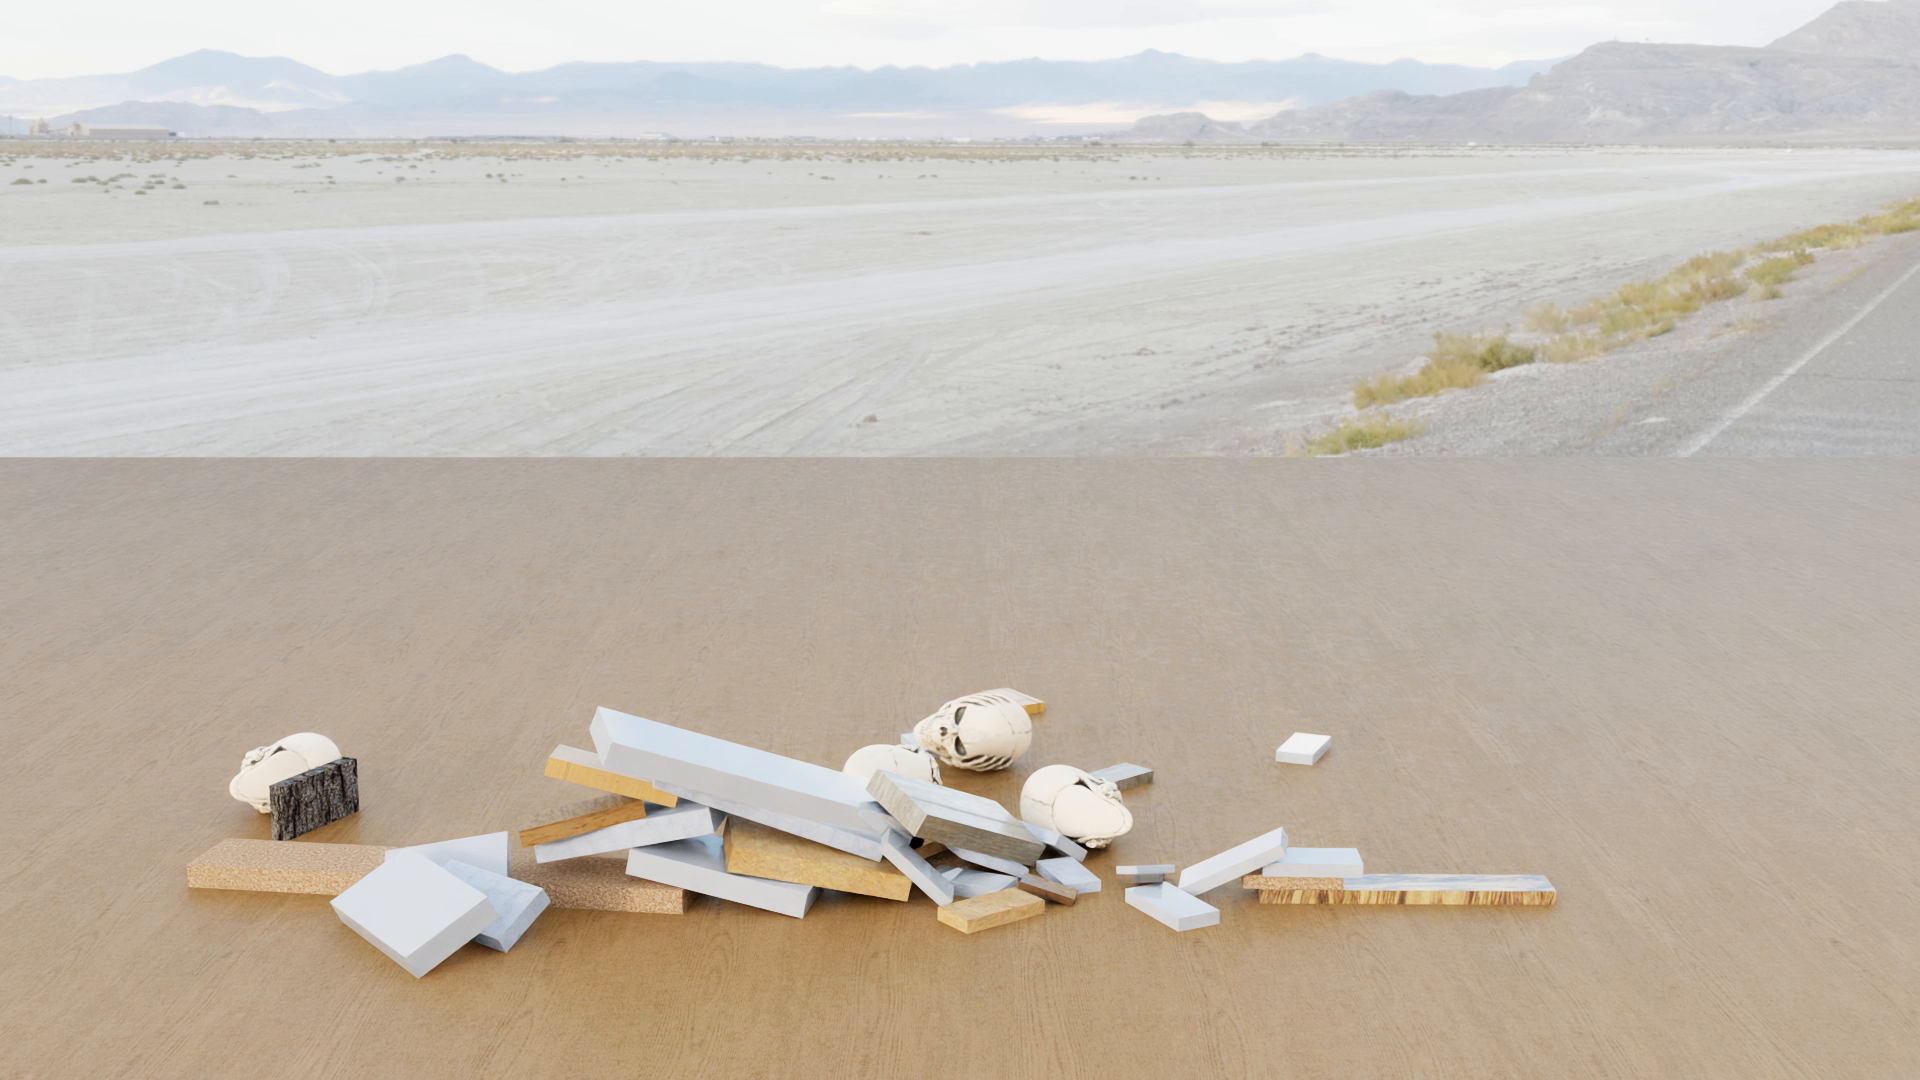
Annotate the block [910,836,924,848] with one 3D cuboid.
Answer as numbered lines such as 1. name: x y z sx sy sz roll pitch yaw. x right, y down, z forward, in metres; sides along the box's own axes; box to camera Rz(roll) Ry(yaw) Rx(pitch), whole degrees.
1. block: -0.135 0.523 3.807 0.163 0.081 0.023 -7 42 -32

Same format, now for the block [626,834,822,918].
1. block: -0.383 0.544 3.638 0.302 0.043 0.151 13 12 7

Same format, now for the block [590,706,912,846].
1. block: -0.338 0.391 3.632 0.543 0.043 0.151 18 12 -22

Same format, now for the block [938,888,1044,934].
1. block: 0.051 0.599 3.560 0.158 0.022 0.079 -8 13 -36

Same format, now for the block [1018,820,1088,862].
1. block: 0.137 0.522 3.857 0.163 0.023 0.081 11 -19 47

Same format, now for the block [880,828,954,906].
1. block: -0.071 0.541 3.618 0.146 0.021 0.073 43 9 -6

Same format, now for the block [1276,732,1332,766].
1. block: 0.702 0.426 4.493 0.075 0.021 0.150 5 11 23

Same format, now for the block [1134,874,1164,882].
1. block: 0.317 0.565 3.681 0.047 0.013 0.094 -2 -8 8

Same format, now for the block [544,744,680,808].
1. block: -0.569 0.390 3.641 0.219 0.031 0.109 15 5 -2

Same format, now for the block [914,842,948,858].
1. block: -0.054 0.537 3.809 0.073 0.021 0.146 -28 -9 38

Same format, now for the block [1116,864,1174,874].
1. block: 0.315 0.558 3.725 0.094 0.013 0.047 6 -10 -41

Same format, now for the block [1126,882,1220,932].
1. block: 0.345 0.596 3.578 0.079 0.022 0.158 -6 12 -28

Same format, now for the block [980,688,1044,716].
1. block: 0.114 0.357 4.863 0.075 0.021 0.150 -6 12 -31

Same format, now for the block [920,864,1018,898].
1. block: 0.016 0.576 3.688 0.146 0.021 0.073 5 12 26

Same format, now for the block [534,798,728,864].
1. block: -0.543 0.470 3.661 0.302 0.043 0.151 -11 8 7

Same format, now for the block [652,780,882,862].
1. block: -0.316 0.439 3.642 0.396 0.031 0.109 20 11 -12

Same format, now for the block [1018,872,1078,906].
1. block: 0.146 0.578 3.635 0.094 0.013 0.047 17 13 8

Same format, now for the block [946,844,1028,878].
1. block: 0.046 0.540 3.737 0.131 0.019 0.066 22 1 -28

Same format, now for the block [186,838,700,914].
1. block: -0.864 0.564 3.701 0.858 0.040 0.141 2 11 9

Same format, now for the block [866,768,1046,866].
1. block: -0.005 0.472 3.734 0.302 0.043 0.151 22 11 -44

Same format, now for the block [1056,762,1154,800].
1. block: 0.283 0.468 4.266 0.193 0.021 0.075 -10 14 -42

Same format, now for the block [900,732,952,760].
1. block: -0.070 0.422 4.521 0.066 0.019 0.131 -4 11 -19

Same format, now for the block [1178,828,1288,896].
1. block: 0.453 0.536 3.645 0.188 0.022 0.079 -27 8 16

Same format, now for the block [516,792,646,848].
1. block: -0.624 0.456 3.618 0.203 0.029 0.102 -13 8 -12

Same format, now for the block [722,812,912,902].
1. block: -0.238 0.526 3.651 0.301 0.043 0.151 11 13 -12

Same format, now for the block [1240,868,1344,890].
1. block: 0.551 0.556 3.660 0.164 0.023 0.082 0 11 2

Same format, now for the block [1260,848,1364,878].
1. block: 0.581 0.535 3.649 0.164 0.023 0.082 0 11 2

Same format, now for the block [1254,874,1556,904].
1. block: 0.737 0.580 3.658 0.485 0.023 0.082 0 11 1

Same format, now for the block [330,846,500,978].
1. block: -0.856 0.579 3.442 0.151 0.043 0.301 -37 28 -27

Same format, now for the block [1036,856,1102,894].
1. block: 0.183 0.569 3.730 0.066 0.019 0.131 -4 11 -19

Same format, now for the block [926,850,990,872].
1. block: 0.031 0.549 3.828 0.081 0.023 0.179 8 13 37

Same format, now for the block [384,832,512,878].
1. block: -0.843 0.544 3.618 0.203 0.029 0.102 -9 44 -2

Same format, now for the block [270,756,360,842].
1. block: -1.179 0.473 4.022 0.029 0.102 0.203 5 12 24

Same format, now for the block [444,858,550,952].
1. block: -0.766 0.579 3.491 0.219 0.031 0.109 9 45 36
